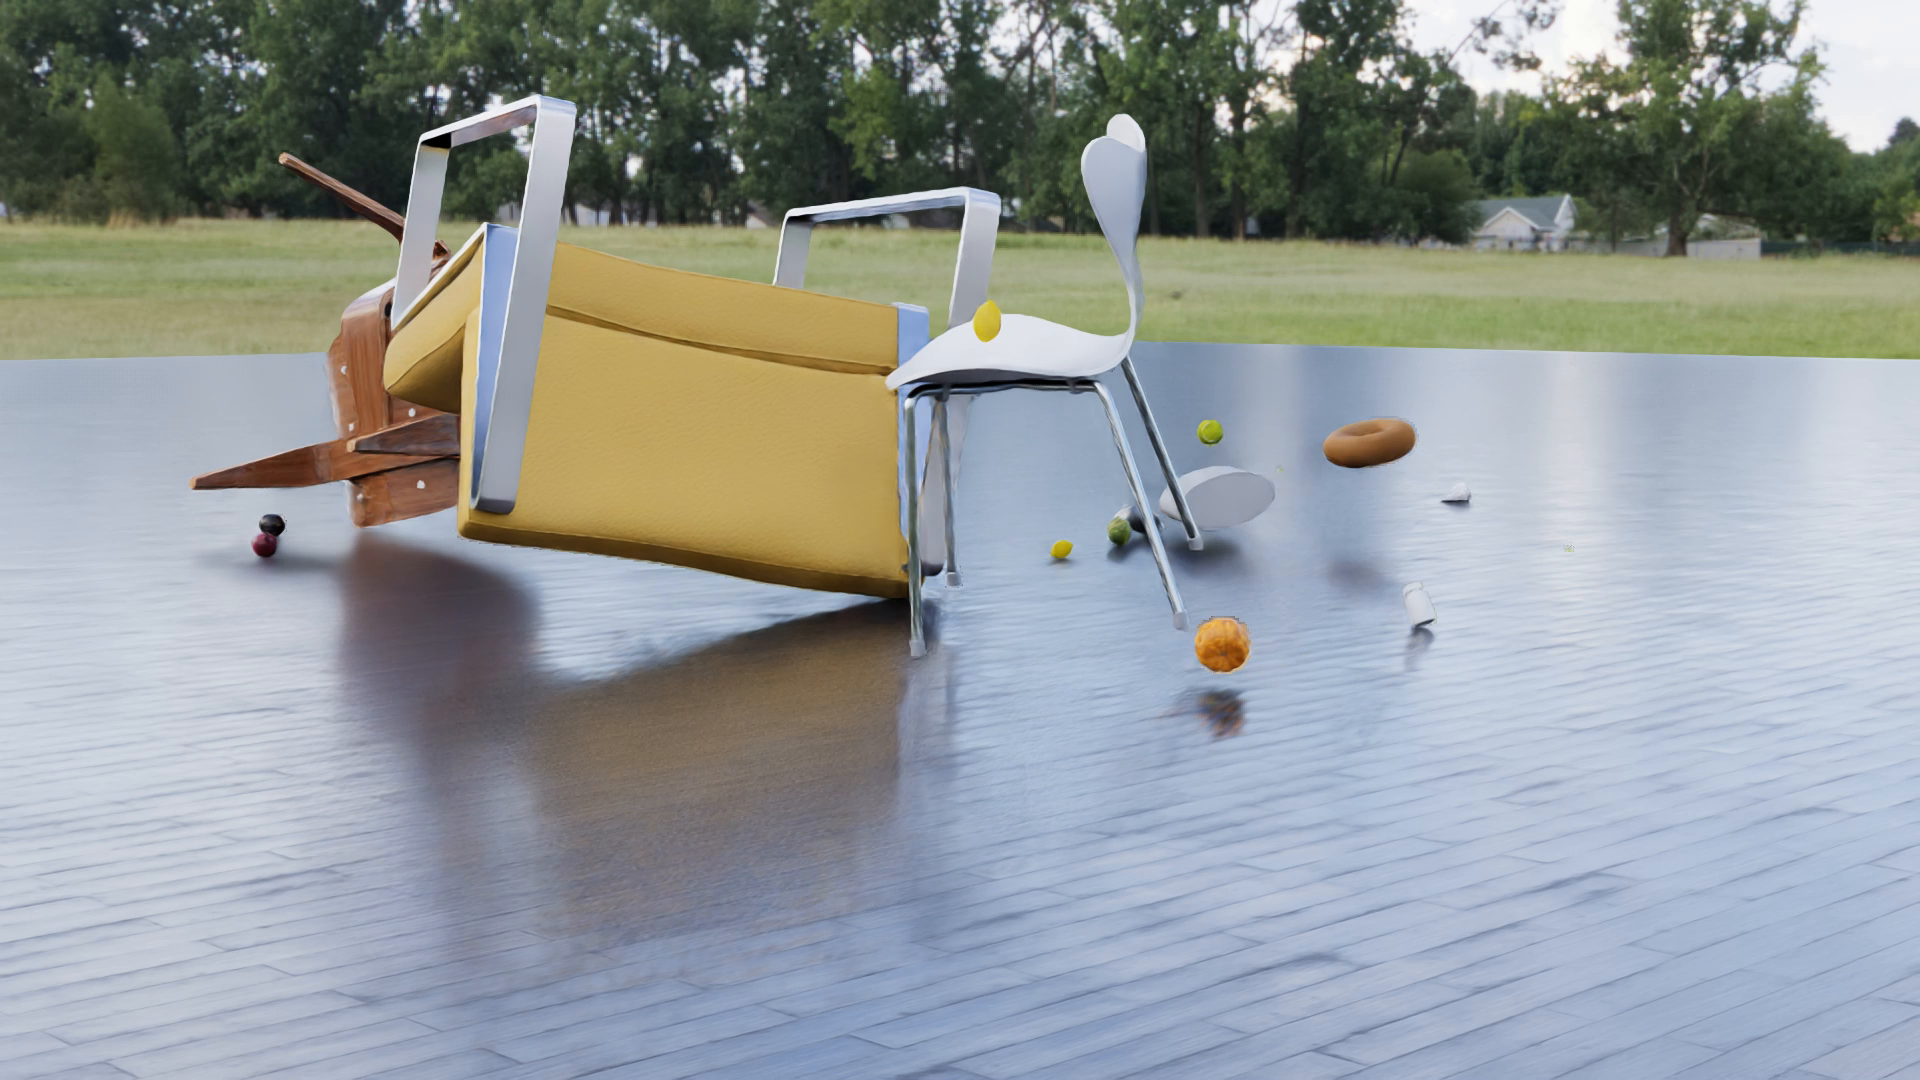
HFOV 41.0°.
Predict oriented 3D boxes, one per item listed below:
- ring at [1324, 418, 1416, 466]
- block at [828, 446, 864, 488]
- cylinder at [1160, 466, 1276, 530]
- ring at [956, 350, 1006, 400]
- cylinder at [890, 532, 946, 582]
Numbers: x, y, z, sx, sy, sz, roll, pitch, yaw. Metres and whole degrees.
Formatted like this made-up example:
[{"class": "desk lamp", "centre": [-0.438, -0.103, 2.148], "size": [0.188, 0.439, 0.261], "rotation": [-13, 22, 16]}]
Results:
[{"class": "ring", "centre": [1.099, -0.260, 6.879], "size": [0.249, 0.088, 0.161], "rotation": [-8, 23, 18]}, {"class": "block", "centre": [-0.347, -0.221, 7.816], "size": [0.078, 0.083, 0.099], "rotation": [-2, 37, 15]}, {"class": "cylinder", "centre": [0.643, -0.107, 6.435], "size": [0.250, 0.131, 0.279], "rotation": [-15, 6, -3]}, {"class": "ring", "centre": [0.054, -0.443, 6.859], "size": [0.148, 0.080, 0.146], "rotation": [-43, -3, -17]}, {"class": "cylinder", "centre": [-0.088, 0.034, 5.455], "size": [0.116, 0.061, 0.062], "rotation": [-31, 16, -26]}]
